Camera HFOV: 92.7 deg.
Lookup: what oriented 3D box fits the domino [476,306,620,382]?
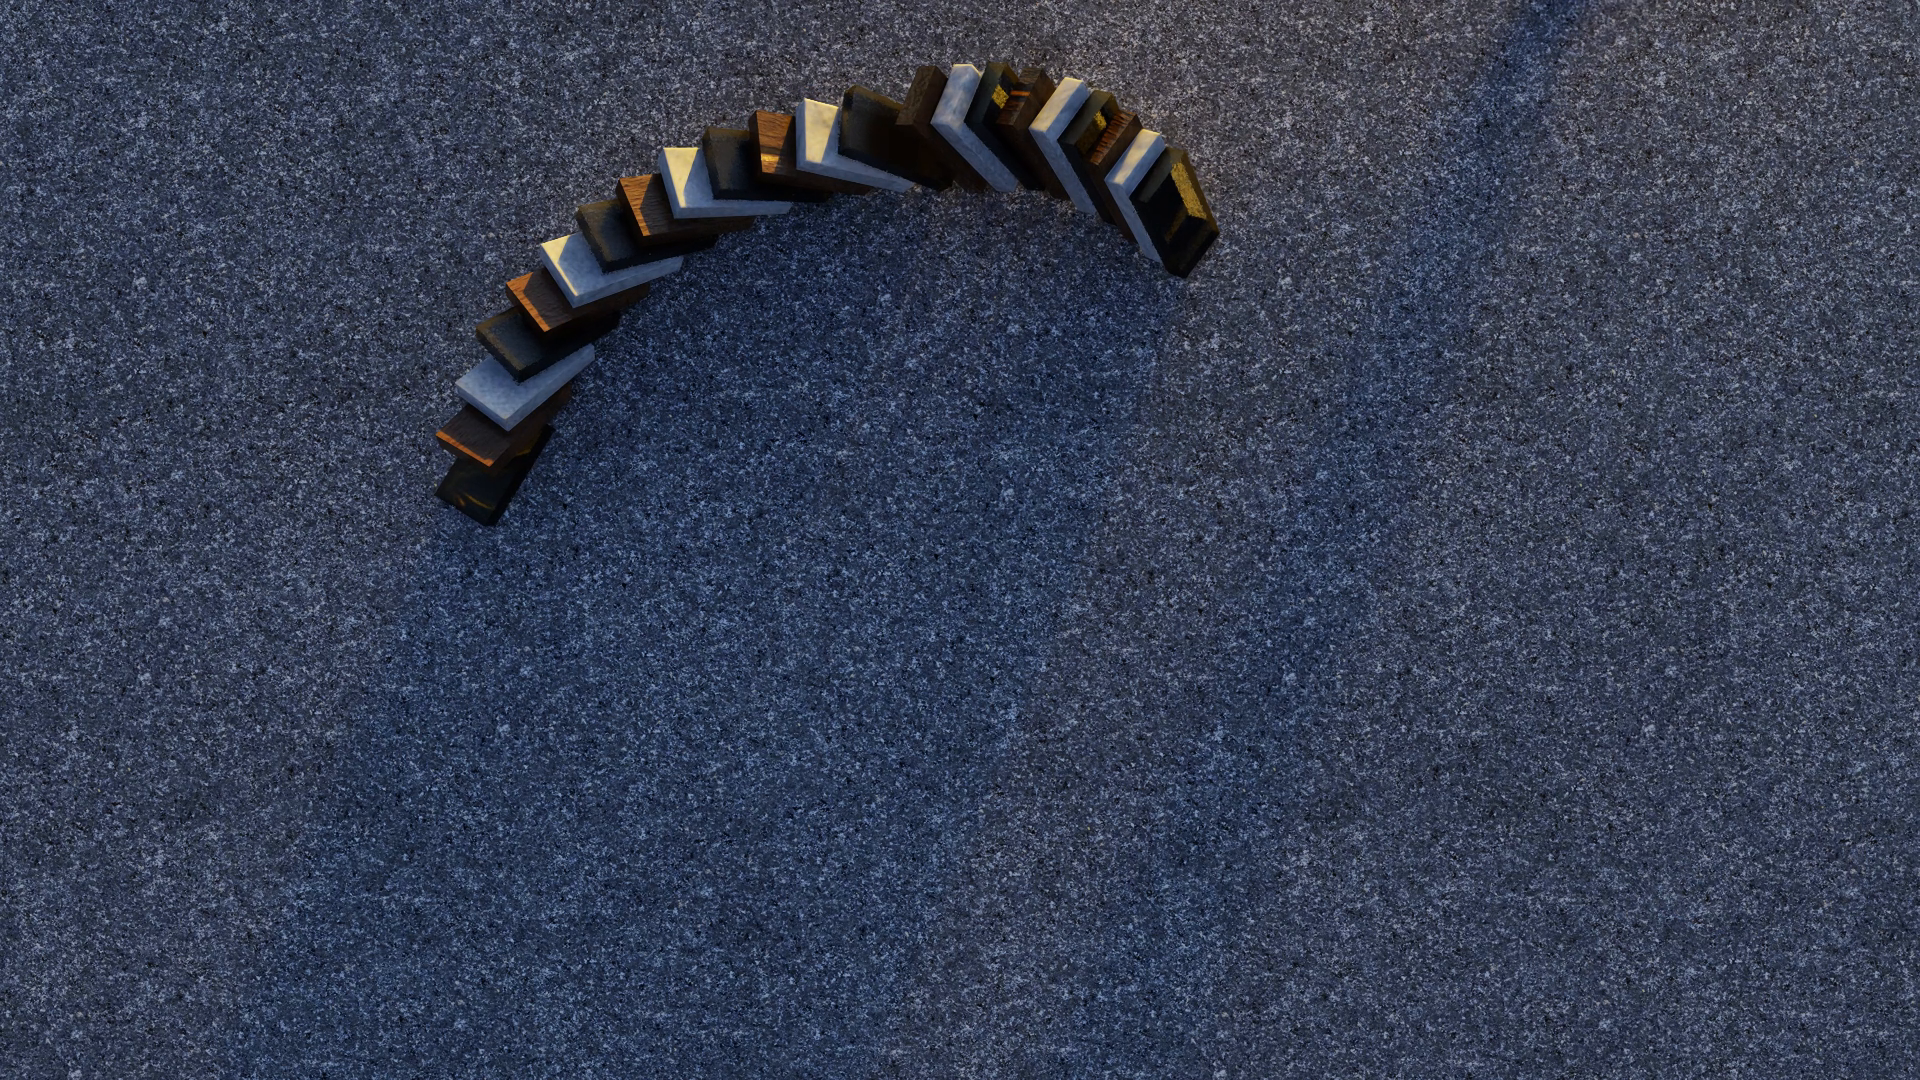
[{"bbox_3d":[-0.171,-0.089,0.383,0.025,0.010,0.050,46,58,0],"label":"domino"}]

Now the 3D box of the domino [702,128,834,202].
[{"bbox_3d":[-0.080,-0.156,0.382,0.050,0.010,0.025,-12,90,-33],"label":"domino"}]

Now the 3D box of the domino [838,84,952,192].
[{"bbox_3d":[-0.025,-0.166,0.382,0.050,0.009,0.025,7,88,-34],"label":"domino"}]

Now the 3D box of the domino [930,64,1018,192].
[{"bbox_3d":[0.010,-0.168,0.377,0.010,0.050,0.025,22,90,37],"label":"domino"}]

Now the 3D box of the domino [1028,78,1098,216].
[{"bbox_3d":[0.049,-0.161,0.377,0.010,0.050,0.025,36,90,38],"label":"domino"}]

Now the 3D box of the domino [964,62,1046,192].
[{"bbox_3d":[0.024,-0.169,0.377,0.009,0.050,0.025,22,90,37],"label":"domino"}]

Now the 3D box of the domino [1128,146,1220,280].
[{"bbox_3d":[0.089,-0.134,0.377,0.010,0.050,0.025,37,90,38],"label":"domino"}]

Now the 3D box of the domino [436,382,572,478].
[{"bbox_3d":[-0.189,-0.052,0.383,0.025,0.010,0.050,31,60,-1],"label":"domino"}]

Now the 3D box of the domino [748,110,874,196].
[{"bbox_3d":[-0.062,-0.161,0.382,0.050,0.009,0.025,-6,90,-33],"label":"domino"}]

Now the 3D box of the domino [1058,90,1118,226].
[{"bbox_3d":[0.061,-0.156,0.377,0.010,0.050,0.025,36,90,38],"label":"domino"}]

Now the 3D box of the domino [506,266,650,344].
[{"bbox_3d":[-0.159,-0.104,0.383,0.050,0.009,0.025,-38,90,-32],"label":"domino"}]

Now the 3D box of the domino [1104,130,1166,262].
[{"bbox_3d":[0.079,-0.140,0.377,0.009,0.050,0.025,37,90,38],"label":"domino"}]

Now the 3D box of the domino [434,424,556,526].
[{"bbox_3d":[-0.200,-0.034,0.395,0.025,0.010,0.050,32,90,0],"label":"domino"}]

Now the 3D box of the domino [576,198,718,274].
[{"bbox_3d":[-0.130,-0.130,0.383,0.050,0.009,0.025,-27,90,-33],"label":"domino"}]

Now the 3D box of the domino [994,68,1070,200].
[{"bbox_3d":[0.036,-0.166,0.377,0.009,0.050,0.025,27,89,37],"label":"domino"}]

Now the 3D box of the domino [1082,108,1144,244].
[{"bbox_3d":[0.070,-0.148,0.377,0.009,0.050,0.025,37,90,38],"label":"domino"}]

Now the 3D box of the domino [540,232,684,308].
[{"bbox_3d":[-0.145,-0.118,0.383,0.050,0.010,0.025,-33,90,-32],"label":"domino"}]

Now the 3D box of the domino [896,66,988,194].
[{"bbox_3d":[-0.003,-0.168,0.377,0.010,0.050,0.025,22,90,38],"label":"domino"}]

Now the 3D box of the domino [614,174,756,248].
[{"bbox_3d":[-0.114,-0.140,0.383,0.050,0.009,0.025,-23,90,-33],"label":"domino"}]

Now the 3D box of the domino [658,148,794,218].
[{"bbox_3d":[-0.097,-0.149,0.383,0.050,0.010,0.025,-16,90,-33],"label":"domino"}]

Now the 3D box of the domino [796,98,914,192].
[{"bbox_3d":[-0.043,-0.164,0.382,0.050,0.009,0.025,-1,90,-33],"label":"domino"}]

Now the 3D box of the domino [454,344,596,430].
[{"bbox_3d":[-0.181,-0.071,0.383,0.025,0.010,0.050,36,60,0],"label":"domino"}]
